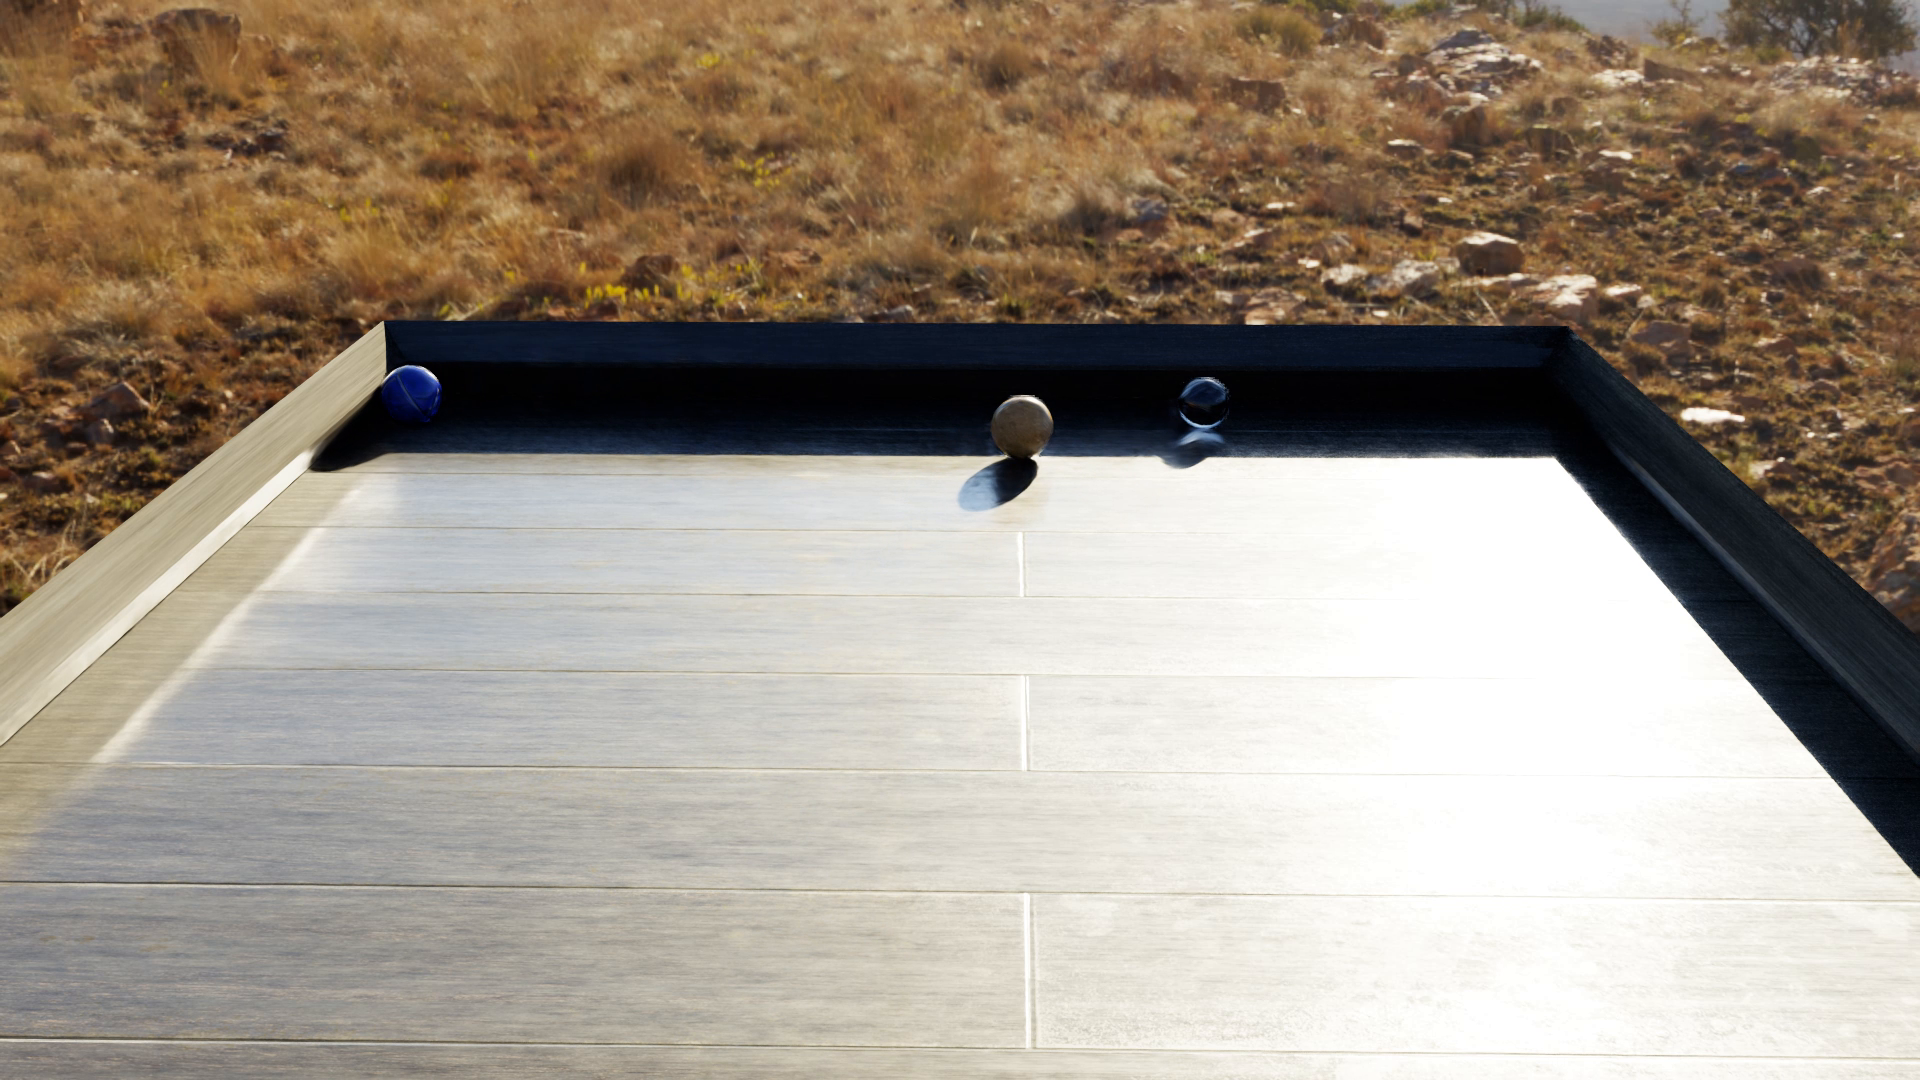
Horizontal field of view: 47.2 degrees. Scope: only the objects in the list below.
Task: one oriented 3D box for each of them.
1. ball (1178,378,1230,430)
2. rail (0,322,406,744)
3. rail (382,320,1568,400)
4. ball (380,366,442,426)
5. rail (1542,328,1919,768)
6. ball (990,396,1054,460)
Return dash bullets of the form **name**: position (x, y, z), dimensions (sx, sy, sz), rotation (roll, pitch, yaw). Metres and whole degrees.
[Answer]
- **ball**: position (0.363, -0.202, 3.270), dimensions (0.075, 0.075, 0.075), rotation (0, 18, 0)
- **rail**: position (-0.919, 0.240, 1.822), dimensions (0.045, 0.117, 3.449), rotation (0, 18, 1)
- **rail**: position (0.018, -0.274, 3.422), dimensions (1.849, 0.117, 0.045), rotation (0, 18, 1)
- **ball**: position (-0.820, -0.216, 3.289), dimensions (0.090, 0.090, 0.090), rotation (0, 18, 0)
- **rail**: position (0.882, 0.252, 1.785), dimensions (0.045, 0.117, 3.449), rotation (0, 18, 1)
- **ball**: position (0.088, -0.159, 3.113), dimensions (0.089, 0.089, 0.089), rotation (0, 18, 0)
